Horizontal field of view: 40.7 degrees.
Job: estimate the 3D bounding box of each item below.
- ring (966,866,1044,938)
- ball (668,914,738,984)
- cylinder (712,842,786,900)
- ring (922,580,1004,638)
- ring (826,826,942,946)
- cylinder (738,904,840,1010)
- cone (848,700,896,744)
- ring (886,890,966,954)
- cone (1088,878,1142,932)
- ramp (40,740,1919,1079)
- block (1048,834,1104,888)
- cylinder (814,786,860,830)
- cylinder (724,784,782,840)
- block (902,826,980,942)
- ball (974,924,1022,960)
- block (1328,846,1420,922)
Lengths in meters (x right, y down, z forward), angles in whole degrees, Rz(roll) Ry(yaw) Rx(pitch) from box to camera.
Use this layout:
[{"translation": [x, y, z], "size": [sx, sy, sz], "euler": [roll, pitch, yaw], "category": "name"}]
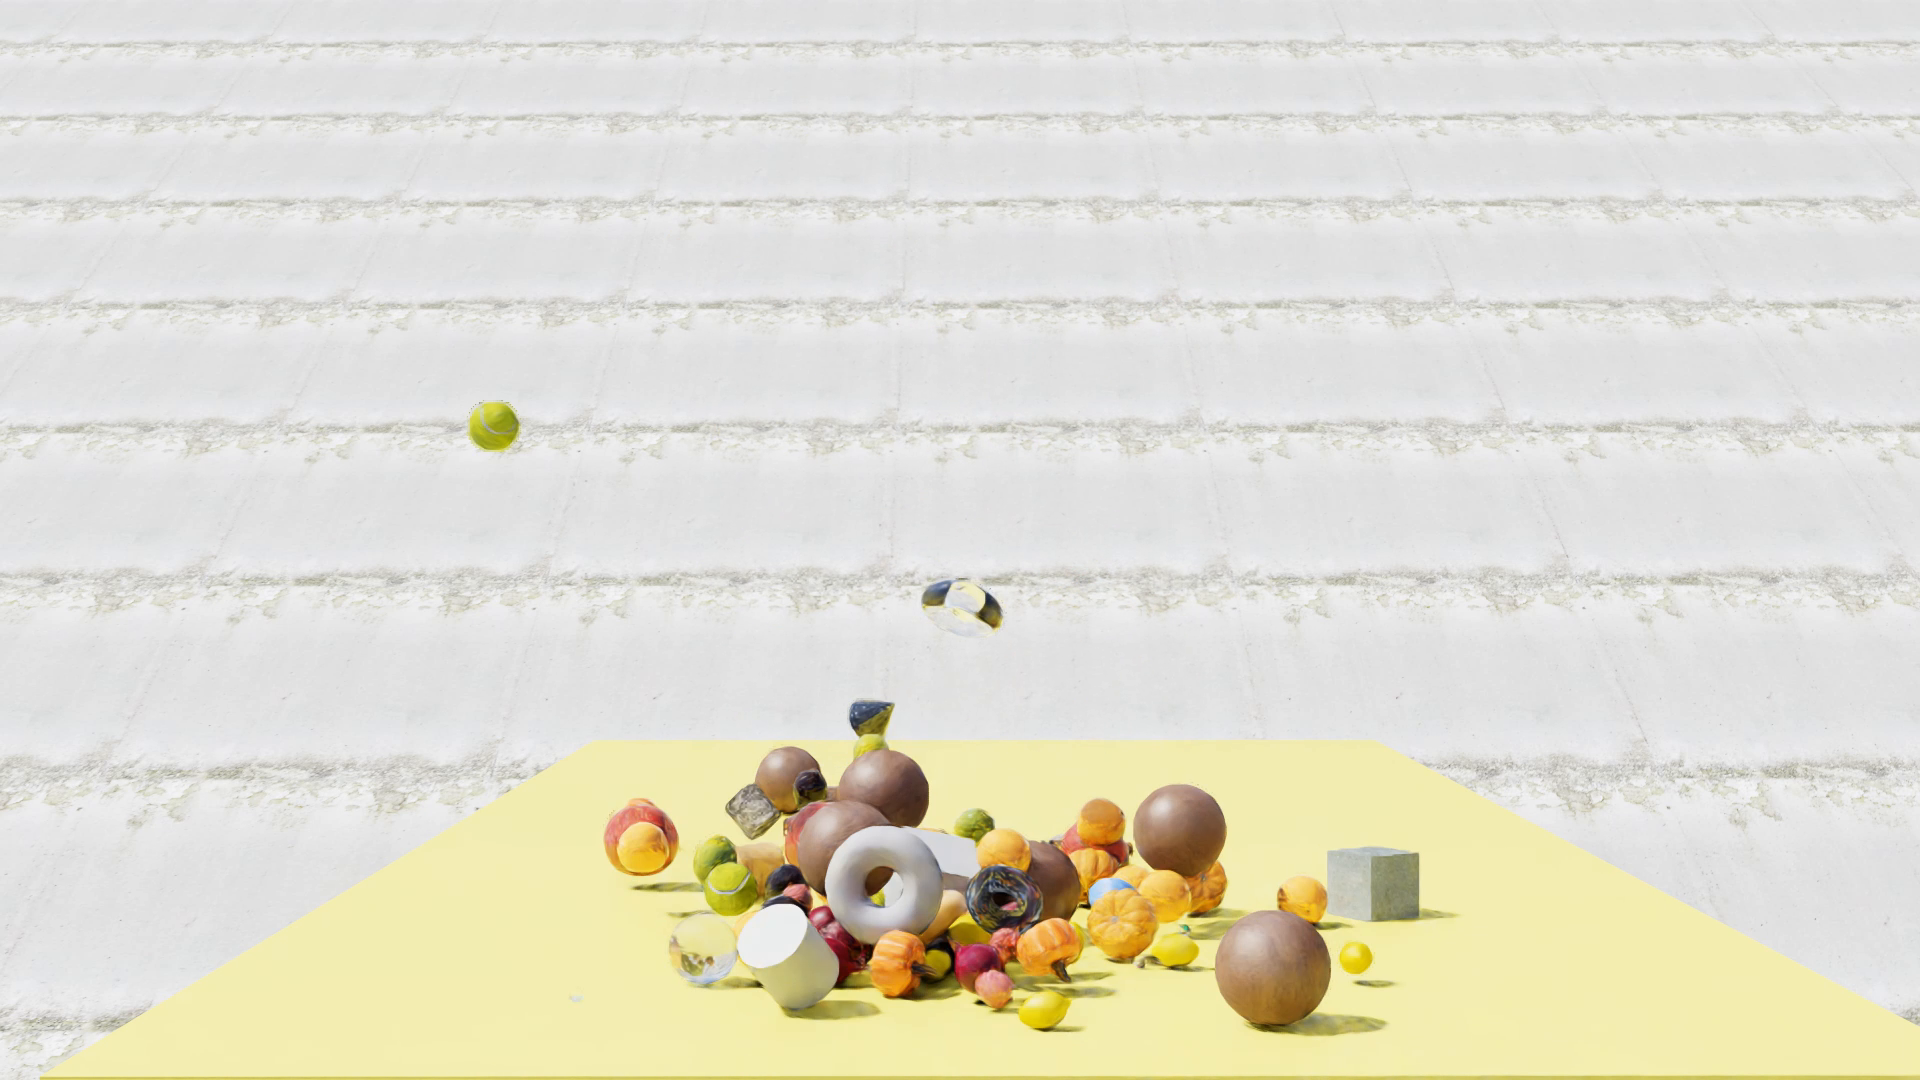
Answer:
[{"translation": [0.054, 0.442, 3.163], "size": [0.098, 0.033, 0.098], "euler": [9, 48, -10], "category": "ring"}, {"translation": [-0.312, 0.497, 3.141], "size": [0.086, 0.086, 0.086], "euler": [0, 29, 0], "category": "ball"}, {"translation": [-0.314, 0.493, 3.853], "size": [0.079, 0.079, 0.079], "euler": [-3, 24, -43], "category": "cylinder"}, {"translation": [0.004, 0.098, 3.688], "size": [0.123, 0.123, 0.041], "euler": [10, 60, 17], "category": "ring"}, {"translation": [-0.091, 0.417, 3.117], "size": [0.146, 0.146, 0.049], "euler": [7, 1, 13], "category": "ring"}, {"translation": [-0.196, 0.478, 2.969], "size": [0.087, 0.087, 0.087], "euler": [-17, 42, 16], "category": "cylinder"}, {"translation": [-0.133, 0.293, 4.404], "size": [0.081, 0.081, 0.081], "euler": [24, 49, -30], "category": "cone"}, {"translation": [-0.044, 0.475, 3.212], "size": [0.117, 0.039, 0.117], "euler": [-29, 2, 1], "category": "ring"}, {"translation": [0.205, 0.519, 3.560], "size": [0.077, 0.077, 0.077], "euler": [8, 29, 14], "category": "cone"}, {"translation": [0.064, 0.578, 4.623], "size": [2.000, 0.100, 4.000], "euler": [0, 0, 0], "category": "ramp"}, {"translation": [0.181, 0.497, 4.010], "size": [0.071, 0.071, 0.071], "euler": [0, 0, 16], "category": "block"}, {"translation": [-0.219, 0.477, 4.606], "size": [0.076, 0.076, 0.076], "euler": [-2, 29, -7], "category": "cylinder"}, {"translation": [-0.354, 0.465, 4.419], "size": [0.070, 0.070, 0.070], "euler": [-29, 71, -42], "category": "cylinder"}, {"translation": [-0.037, 0.457, 3.439], "size": [0.100, 0.100, 0.100], "euler": [13, 23, -13], "category": "block"}, {"translation": [0.048, 0.496, 3.233], "size": [0.060, 0.060, 0.060], "euler": [0, 29, 0], "category": "ball"}, {"translation": [0.589, 0.489, 3.681], "size": [0.091, 0.091, 0.091], "euler": [0, 1, -33], "category": "block"}]
